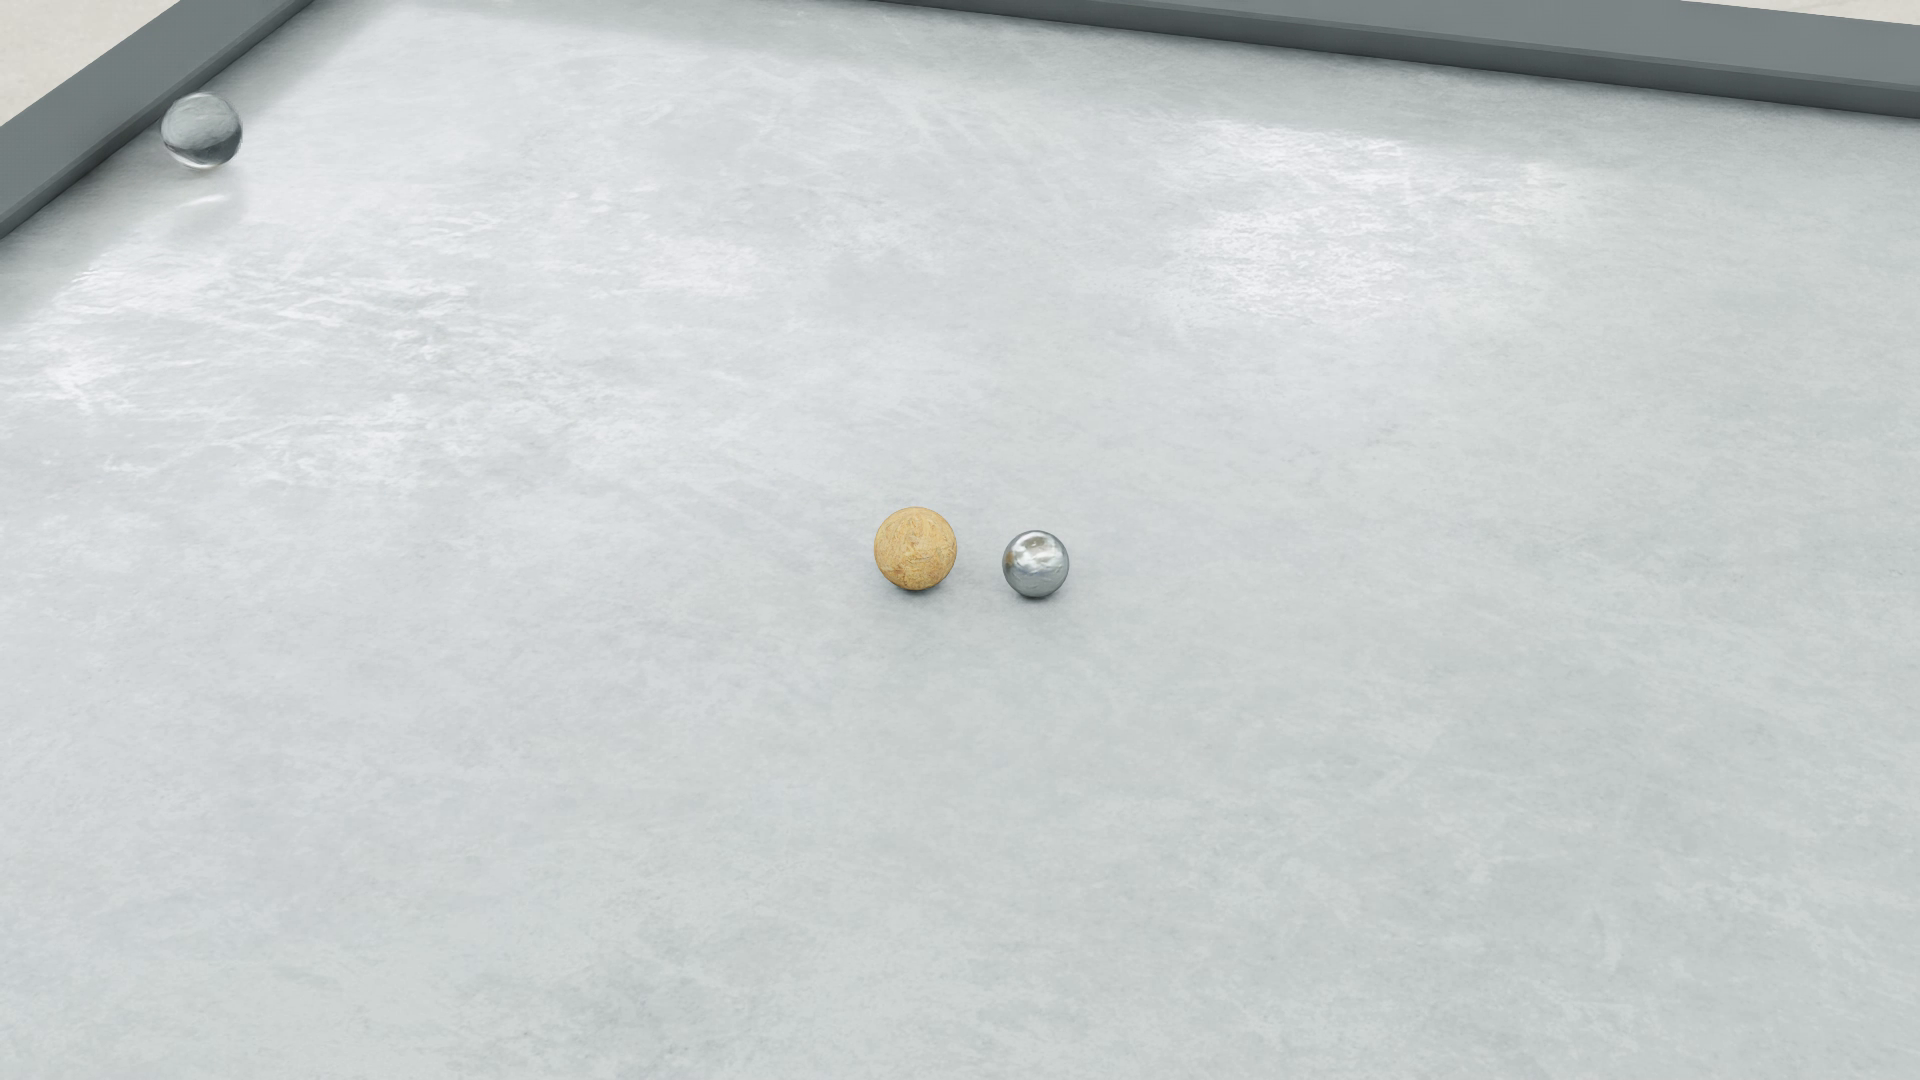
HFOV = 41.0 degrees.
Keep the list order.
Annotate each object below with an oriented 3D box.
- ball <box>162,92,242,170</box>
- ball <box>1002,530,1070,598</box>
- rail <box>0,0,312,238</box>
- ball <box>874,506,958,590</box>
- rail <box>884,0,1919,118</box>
[{"bbox_3d":[-0.757,-0.408,2.561,0.077,0.077,0.077,0,34,0],"label":"ball"},{"bbox_3d":[0.057,0.018,1.949,0.052,0.052,0.052,0,34,0],"label":"ball"},{"bbox_3d":[-0.974,-0.176,2.193,0.045,0.100,2.166,9,35,13],"label":"rail"},{"bbox_3d":[-0.034,0.006,1.955,0.064,0.064,0.064,0,34,0],"label":"ball"},{"bbox_3d":[1.294,-0.421,2.558,4.154,0.100,0.045,9,35,13],"label":"rail"}]
